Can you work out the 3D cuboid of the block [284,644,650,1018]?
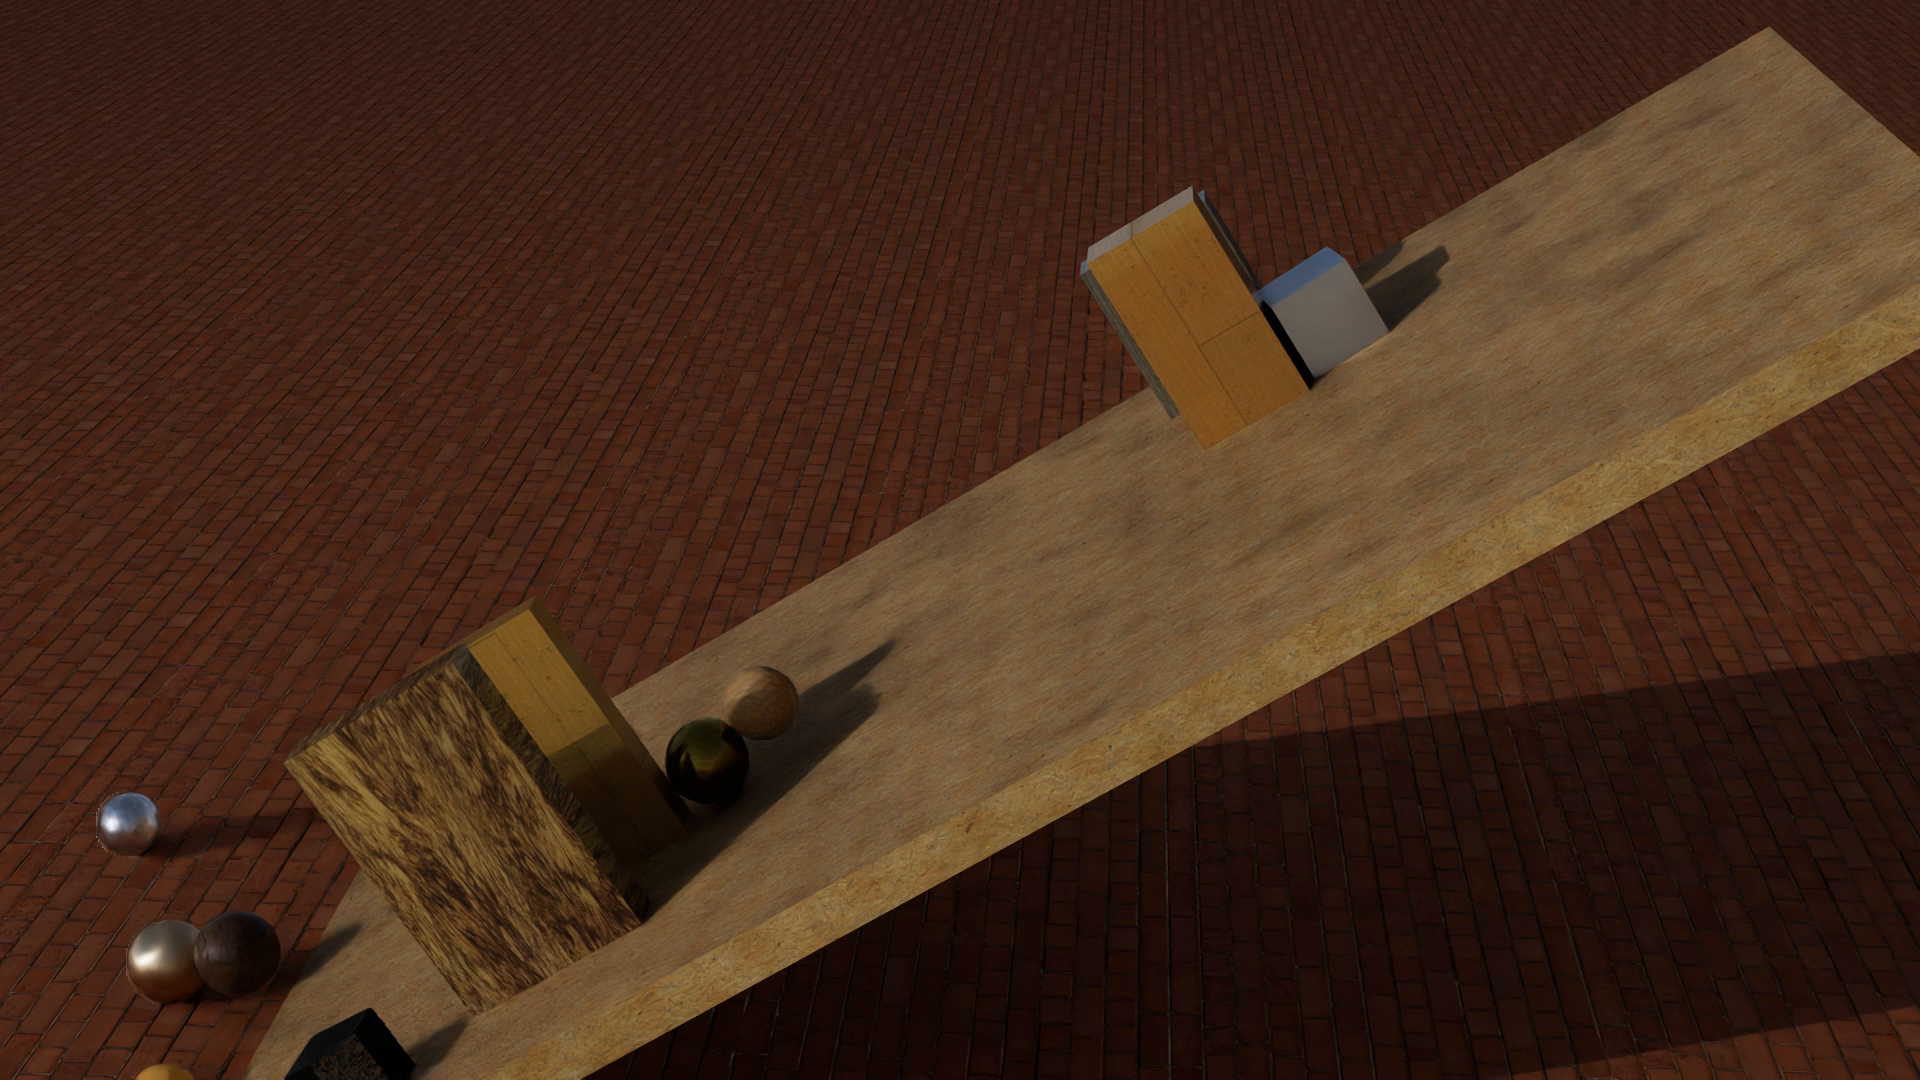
[{"bbox_3d":[-0.975,0.583,5.846,0.412,0.653,0.105,-30,15,13],"label":"block"}]

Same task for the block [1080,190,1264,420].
[{"bbox_3d":[0.522,-0.538,6.746,0.329,0.401,0.114,-30,15,13],"label":"block"}]

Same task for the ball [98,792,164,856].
[{"bbox_3d":[-2.180,0.746,7.728,0.167,0.167,0.167,0,20,0],"label":"ball"}]

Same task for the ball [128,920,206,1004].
[{"bbox_3d":[-1.873,1.000,6.977,0.197,0.197,0.197,0,20,0],"label":"ball"}]

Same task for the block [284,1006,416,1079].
[{"bbox_3d":[-1.207,1.053,5.824,0.153,0.153,0.153,-28,16,21],"label":"block"}]

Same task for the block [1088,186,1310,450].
[{"bbox_3d":[0.519,-0.481,6.397,0.264,0.491,0.146,-30,15,13],"label":"block"}]

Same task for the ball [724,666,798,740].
[{"bbox_3d":[-0.419,0.345,6.213,0.157,0.157,0.157,0,20,0],"label":"ball"}]

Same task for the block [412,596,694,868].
[{"bbox_3d":[-0.851,0.440,6.160,0.308,0.590,0.083,-30,15,13],"label":"block"}]

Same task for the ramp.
[{"bbox_3d":[0.141,0.169,6.291,4.000,0.100,2.000,-30,15,13],"label":"ramp"}]

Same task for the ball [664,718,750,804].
[{"bbox_3d":[-0.534,0.467,6.216,0.179,0.179,0.179,0,20,0],"label":"ball"}]

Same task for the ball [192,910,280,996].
[{"bbox_3d":[-1.692,0.966,6.882,0.199,0.199,0.199,0,20,0],"label":"ball"}]

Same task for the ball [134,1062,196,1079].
[{"bbox_3d":[-1.739,1.221,6.426,0.154,0.154,0.154,0,20,0],"label":"ball"}]

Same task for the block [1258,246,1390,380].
[{"bbox_3d":[0.795,-0.501,6.472,0.191,0.191,0.191,-33,15,3],"label":"block"}]
